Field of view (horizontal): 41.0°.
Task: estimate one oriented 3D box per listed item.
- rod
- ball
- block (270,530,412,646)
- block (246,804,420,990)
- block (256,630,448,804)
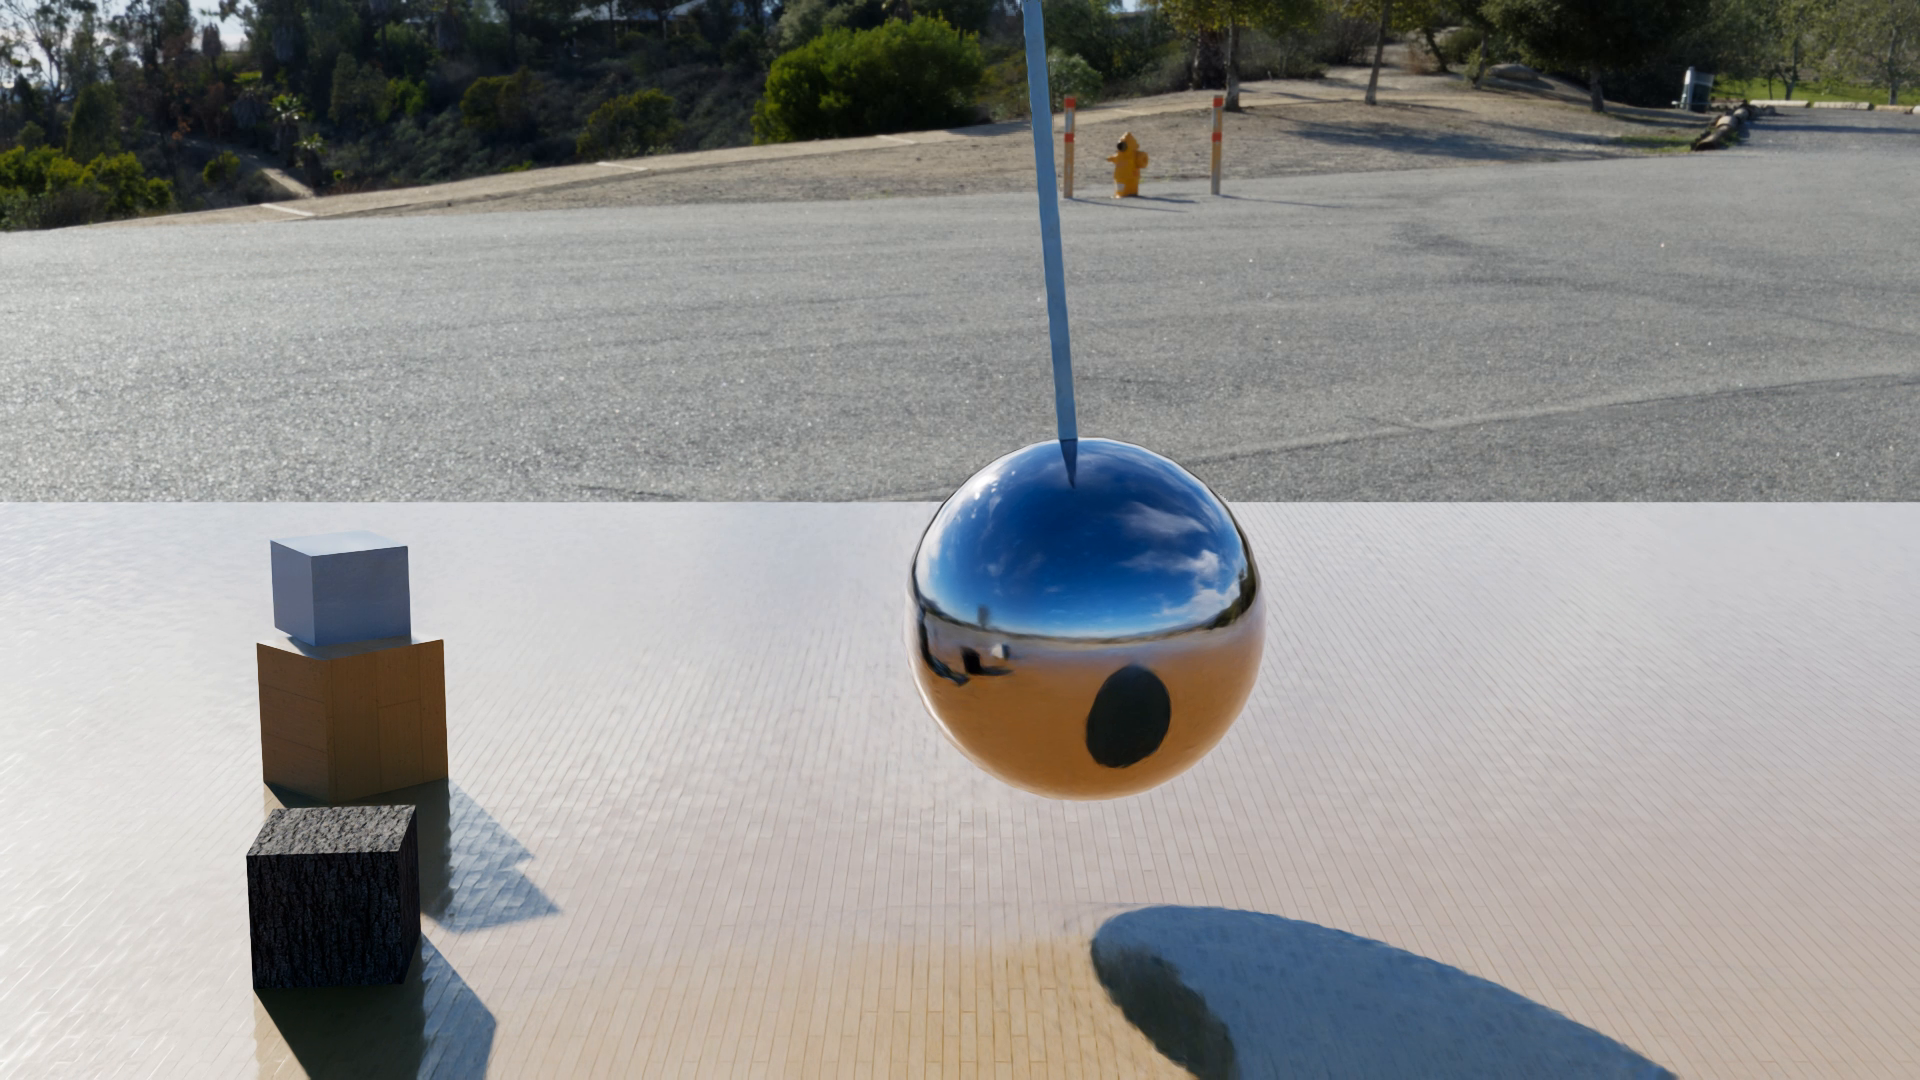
[{"bbox_3d":[0.234,-2.988,10.637,0.080,5.200,0.080,-5,10,1],"label":"rod"},{"bbox_3d":[0.539,0.344,11.243,1.600,1.600,1.600,0,10,0],"label":"ball"},{"bbox_3d":[-3.136,0.237,12.987,0.506,0.455,0.555,-7,13,-35],"label":"block"},{"bbox_3d":[-2.493,1.417,10.263,0.576,0.540,0.641,-1,10,-6],"label":"block"},{"bbox_3d":[-3.044,0.854,12.869,0.604,0.716,0.693,10,14,43],"label":"block"}]
